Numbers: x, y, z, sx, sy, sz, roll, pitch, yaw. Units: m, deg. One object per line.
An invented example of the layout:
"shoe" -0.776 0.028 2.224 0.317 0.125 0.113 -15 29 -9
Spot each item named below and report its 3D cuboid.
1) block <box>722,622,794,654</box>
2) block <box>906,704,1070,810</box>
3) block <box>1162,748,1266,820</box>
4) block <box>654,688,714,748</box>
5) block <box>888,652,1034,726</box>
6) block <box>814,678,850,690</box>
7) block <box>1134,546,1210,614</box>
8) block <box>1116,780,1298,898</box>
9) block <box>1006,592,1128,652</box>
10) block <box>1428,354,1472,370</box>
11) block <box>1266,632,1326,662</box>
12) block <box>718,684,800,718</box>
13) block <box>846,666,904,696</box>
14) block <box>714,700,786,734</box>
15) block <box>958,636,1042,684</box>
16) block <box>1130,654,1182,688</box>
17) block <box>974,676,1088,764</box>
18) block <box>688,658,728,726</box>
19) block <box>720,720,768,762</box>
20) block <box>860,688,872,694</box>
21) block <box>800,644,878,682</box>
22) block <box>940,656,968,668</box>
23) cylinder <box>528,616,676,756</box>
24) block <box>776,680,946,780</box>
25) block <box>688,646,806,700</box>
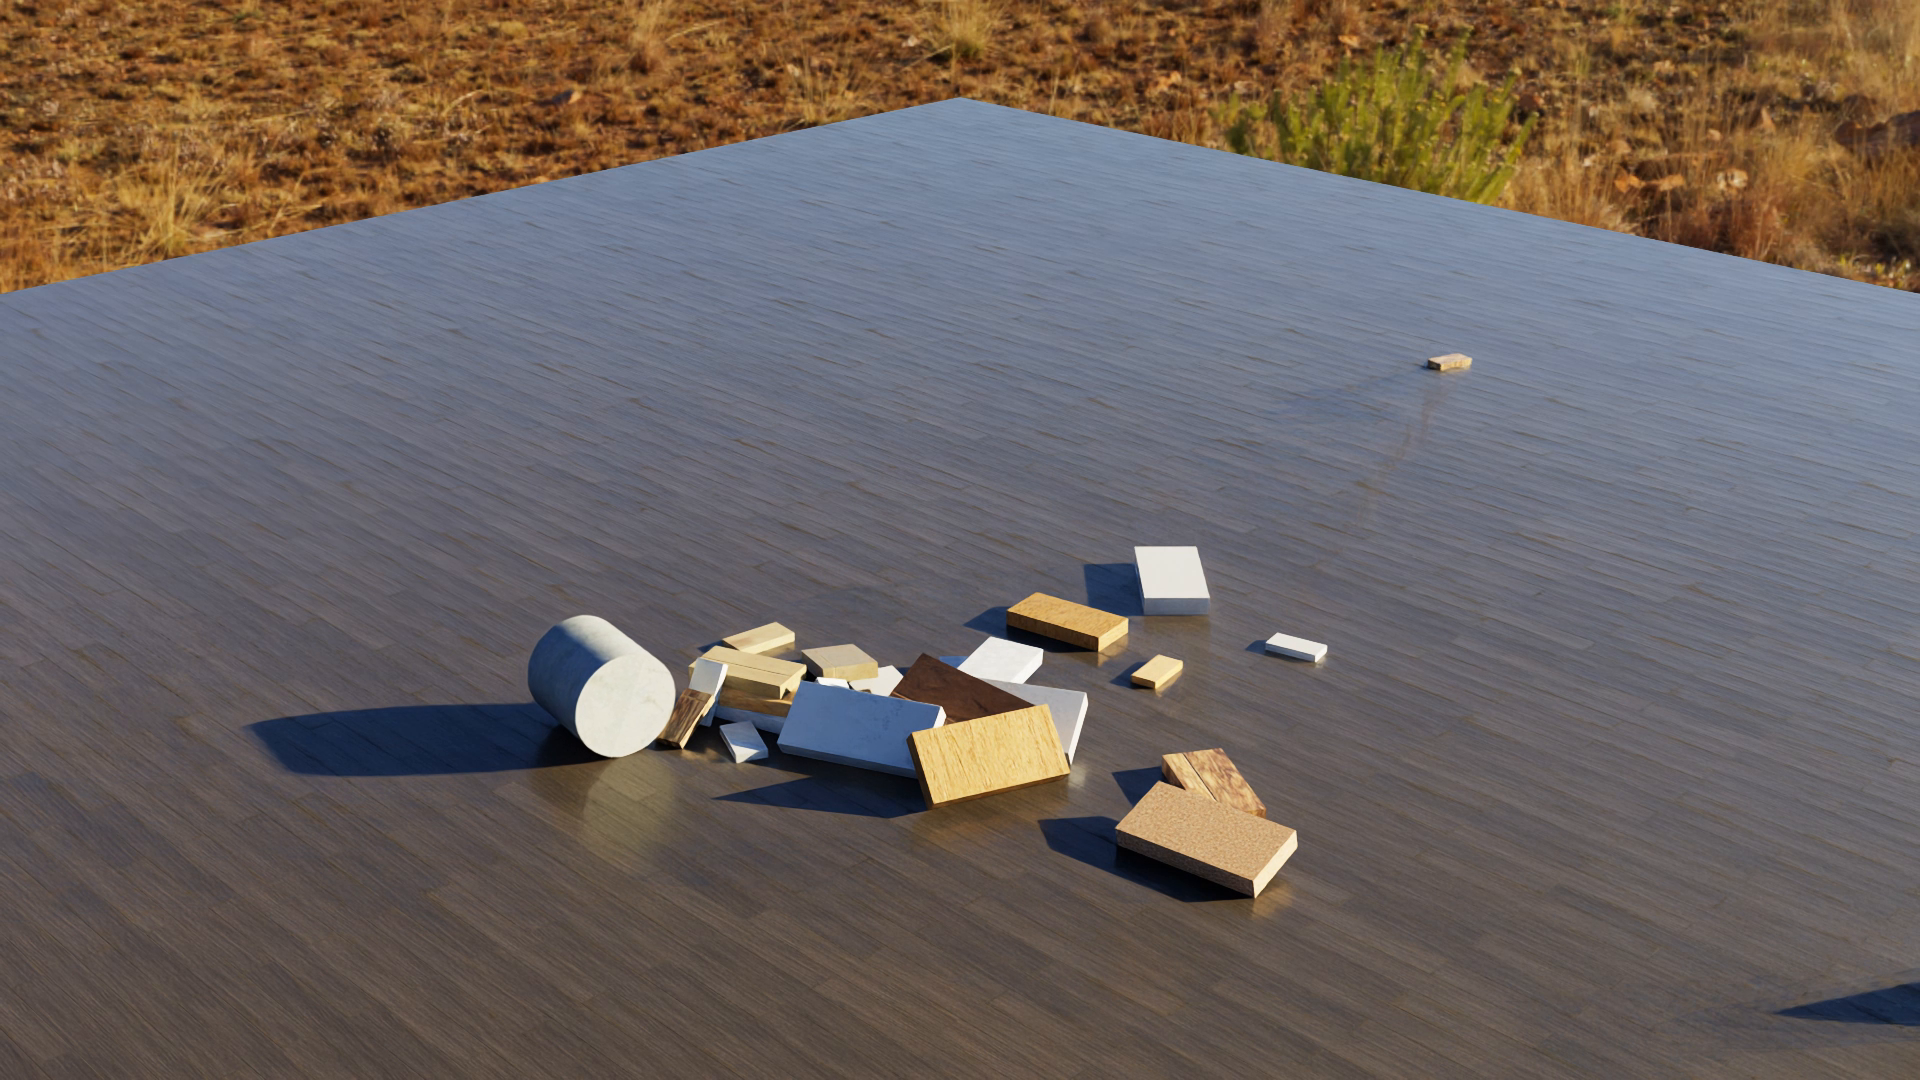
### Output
"block" -0.475 0.235 5.178 0.152 0.022 0.076 -17 29 -35
"block" 0.059 0.446 4.532 0.309 0.044 0.154 -10 70 -22
"block" 0.518 0.511 4.509 0.130 0.037 0.261 -6 24 -13
"block" -0.596 0.385 4.754 0.070 0.020 0.139 12 51 26
"block" 0.005 0.366 4.687 0.309 0.044 0.154 23 59 27
"block" -0.258 0.364 4.767 0.076 0.022 0.152 8 40 -38
"block" 0.524 0.099 5.469 0.158 0.045 0.315 0 23 0
"block" 0.479 0.580 4.288 0.315 0.045 0.158 17 43 35
"block" 0.256 0.194 5.256 0.261 0.037 0.130 16 28 32
"block" 1.580 -0.576 7.096 0.127 0.018 0.063 -12 26 -27
"block" 0.786 0.251 5.146 0.127 0.018 0.063 14 27 30
"block" -0.399 0.343 4.827 0.231 0.033 0.116 8 24 19
"block" -0.157 0.355 4.879 0.123 0.035 0.247 -11 25 -23
"block" -0.435 0.371 4.844 0.231 0.033 0.116 12 26 27
"block" 0.076 0.296 4.926 0.130 0.037 0.261 13 25 21
"block" 0.450 0.301 5.029 0.063 0.018 0.127 15 27 31
"block" 0.093 0.381 4.716 0.331 0.045 0.158 7 52 16
"block" -0.561 0.333 4.812 0.070 0.140 0.020 13 -7 27
"block" -0.464 0.432 4.717 0.070 0.020 0.139 -8 24 -19
"block" -0.202 0.387 4.730 0.076 0.022 0.152 -5 47 -30
"block" -0.274 0.280 4.976 0.123 0.035 0.247 -6 9 -15
"block" 0.017 0.331 4.936 0.123 0.035 0.247 0 23 -1
"cylinder" -0.772 0.312 4.726 0.234 0.234 0.234 -15 27 -32
"block" -0.209 0.401 4.655 0.326 0.044 0.154 9 60 20
"block" -0.470 0.292 4.862 0.231 0.033 0.116 10 25 23
